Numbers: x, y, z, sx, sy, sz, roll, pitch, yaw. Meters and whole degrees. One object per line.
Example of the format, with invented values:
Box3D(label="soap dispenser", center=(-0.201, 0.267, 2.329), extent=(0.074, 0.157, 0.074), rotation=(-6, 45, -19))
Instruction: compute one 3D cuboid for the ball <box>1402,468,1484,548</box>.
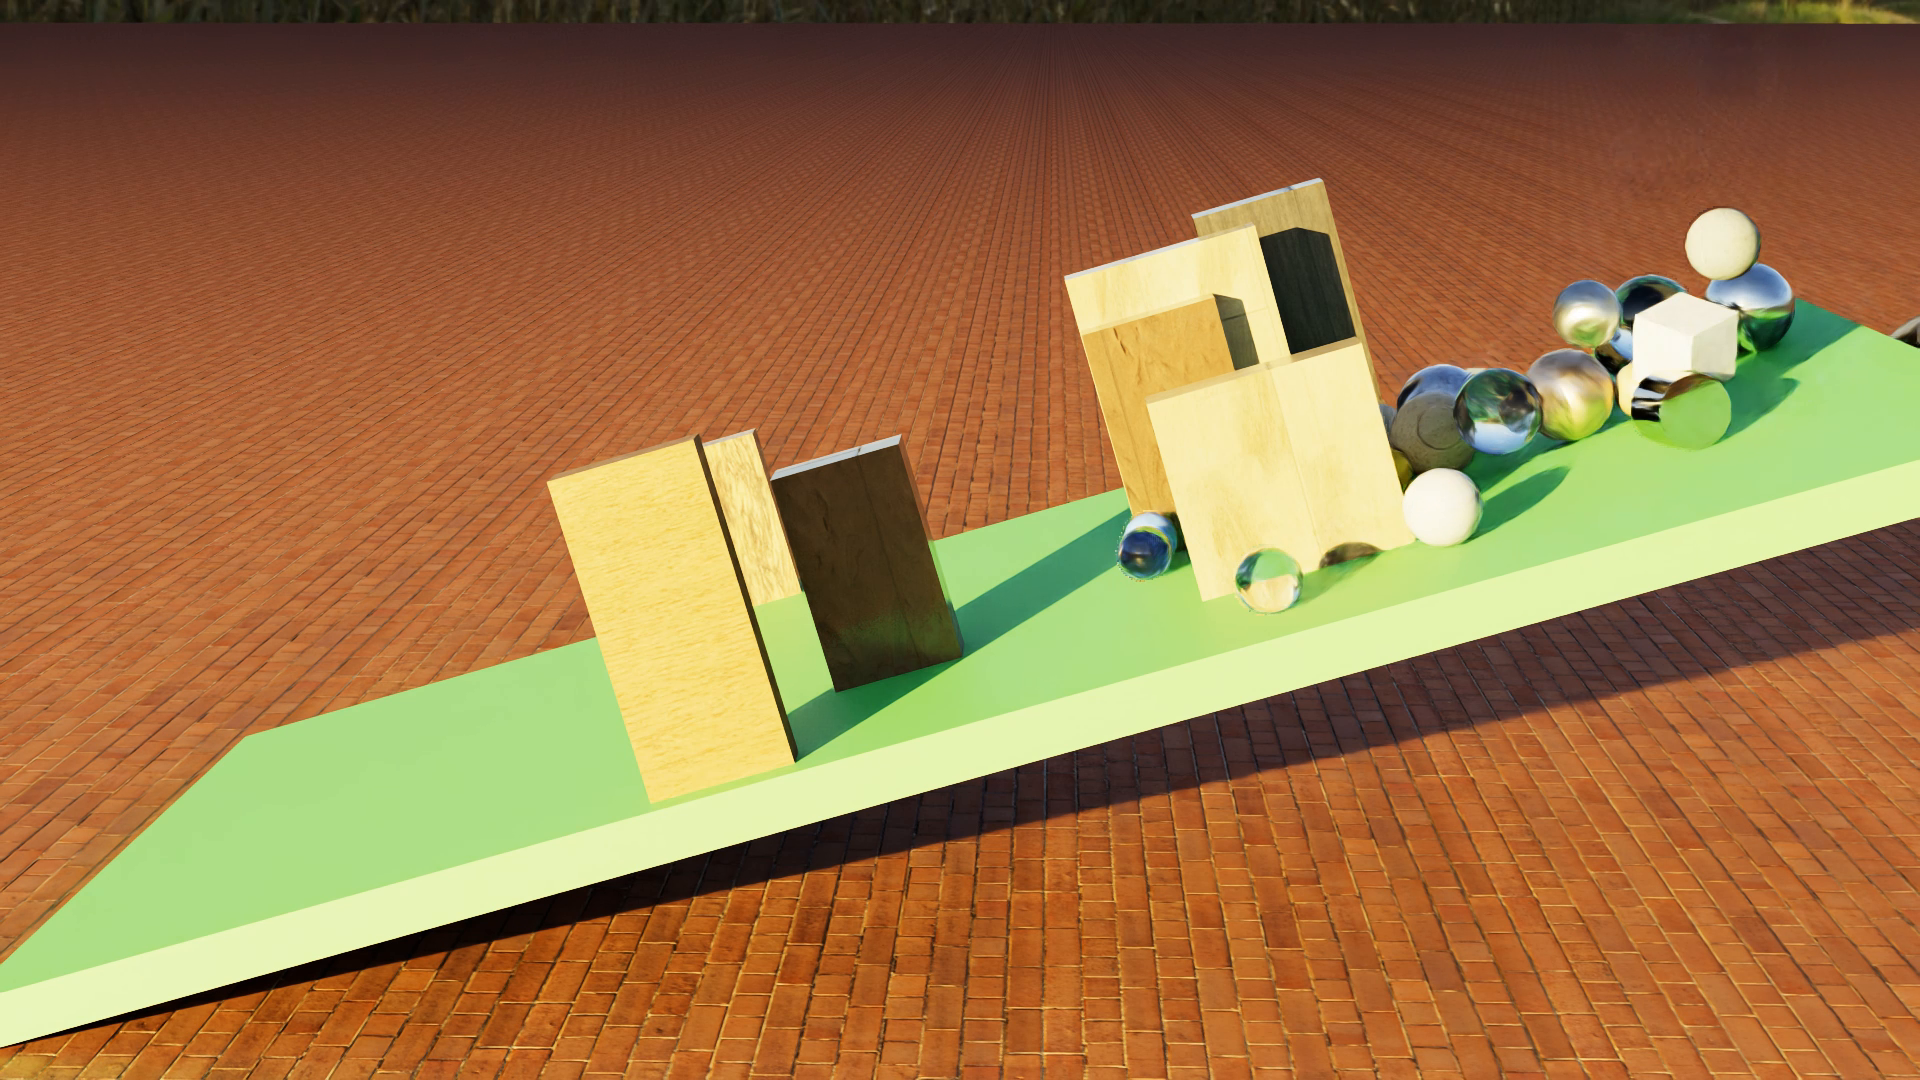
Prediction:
Box3D(label="ball", center=(0.917, -0.062, 5.587), extent=(0.152, 0.152, 0.152), rotation=(0, 11, 0))

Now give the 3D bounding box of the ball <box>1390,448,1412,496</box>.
Box3D(label="ball", center=(0.888, -0.136, 6.152), extent=(0.117, 0.117, 0.117), rotation=(0, 11, 0))

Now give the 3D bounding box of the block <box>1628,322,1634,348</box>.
Box3D(label="block", center=(1.624, -0.462, 6.770), extent=(0.107, 0.107, 0.107), rotation=(-21, 11, -24))

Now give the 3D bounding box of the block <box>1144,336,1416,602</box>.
Box3D(label="block", center=(0.625, -0.139, 5.760), extent=(0.429, 0.404, 0.114), rotation=(-16, 10, 5))

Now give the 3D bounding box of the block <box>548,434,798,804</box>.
Box3D(label="block", center=(-0.527, 0.146, 5.427), extent=(0.280, 0.629, 0.084), rotation=(-16, 10, 5))

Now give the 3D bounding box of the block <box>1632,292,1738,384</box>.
Box3D(label="block", center=(1.487, -0.397, 6.032), extent=(0.147, 0.147, 0.147), rotation=(-26, 36, -31))

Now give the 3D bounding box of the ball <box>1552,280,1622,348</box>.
Box3D(label="ball", center=(1.288, -0.464, 6.045), extent=(0.140, 0.140, 0.140), rotation=(0, 11, 0))

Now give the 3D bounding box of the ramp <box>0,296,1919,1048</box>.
Box3D(label="ramp", center=(0.090, 0.187, 6.320), extent=(4.000, 0.100, 2.000), rotation=(-16, 10, 5))

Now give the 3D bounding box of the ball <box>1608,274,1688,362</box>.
Box3D(label="ball", center=(1.482, -0.472, 6.321), extent=(0.195, 0.195, 0.195), rotation=(0, 11, 0))

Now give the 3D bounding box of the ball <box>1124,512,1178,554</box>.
Box3D(label="ball", center=(0.403, -0.001, 6.214), extent=(0.115, 0.115, 0.115), rotation=(0, 11, 0))

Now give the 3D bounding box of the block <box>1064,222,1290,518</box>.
Box3D(label="block", center=(0.514, -0.329, 6.375), extent=(0.420, 0.617, 0.101), rotation=(-16, 10, 5))

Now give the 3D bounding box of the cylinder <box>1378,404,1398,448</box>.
Box3D(label="cylinder", center=(0.851, -0.210, 6.307), extent=(0.175, 0.175, 0.175), rotation=(8, 4, 37))

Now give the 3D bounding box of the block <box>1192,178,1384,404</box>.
Box3D(label="block", center=(0.752, -0.457, 6.611), extent=(0.297, 0.645, 0.115), rotation=(-16, 10, 5))

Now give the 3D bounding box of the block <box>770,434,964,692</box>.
Box3D(label="block", center=(-0.184, 0.047, 5.935), extent=(0.266, 0.451, 0.129), rotation=(-16, 10, 5))

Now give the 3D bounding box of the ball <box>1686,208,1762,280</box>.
Box3D(label="ball", center=(1.563, -0.605, 6.022), extent=(0.150, 0.150, 0.150), rotation=(0, 11, 0))

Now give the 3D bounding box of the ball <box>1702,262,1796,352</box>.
Box3D(label="ball", center=(1.766, -0.522, 6.589), extent=(0.202, 0.202, 0.202), rotation=(0, 11, 0))

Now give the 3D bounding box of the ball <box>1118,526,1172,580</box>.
Box3D(label="ball", center=(0.384, 0.027, 6.095), extent=(0.113, 0.113, 0.113), rotation=(0, 11, 0))

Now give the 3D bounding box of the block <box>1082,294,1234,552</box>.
Box3D(label="block", center=(0.469, -0.242, 6.294), extent=(0.290, 0.505, 0.092), rotation=(-16, 10, 5))

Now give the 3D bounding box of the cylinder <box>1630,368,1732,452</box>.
Box3D(label="cylinder", center=(1.431, -0.260, 5.840), extent=(0.149, 0.149, 0.149), rotation=(-2, 10, -10))

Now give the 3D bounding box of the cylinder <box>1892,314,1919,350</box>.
Box3D(label="cylinder", center=(2.098, -0.419, 6.325), extent=(0.150, 0.150, 0.150), rotation=(-1, -10, -5))

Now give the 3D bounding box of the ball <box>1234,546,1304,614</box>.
Box3D(label="ball", center=(0.574, 0.075, 5.467), extent=(0.127, 0.127, 0.127), rotation=(0, 11, 0))

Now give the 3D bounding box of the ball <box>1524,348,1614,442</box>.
Box3D(label="ball", center=(1.282, -0.306, 6.212), extent=(0.195, 0.195, 0.195), rotation=(0, 11, 0))

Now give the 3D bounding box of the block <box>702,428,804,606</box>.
Box3D(label="block", center=(-0.618, -0.022, 7.165), extent=(0.371, 0.408, 0.085), rotation=(-16, 10, 5))

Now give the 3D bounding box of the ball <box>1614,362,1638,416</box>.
Box3D(label="ball", center=(1.442, -0.318, 6.213), extent=(0.124, 0.124, 0.124), rotation=(0, 11, 0))

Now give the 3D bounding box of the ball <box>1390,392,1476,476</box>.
Box3D(label="ball", center=(1.001, -0.220, 6.208), extent=(0.185, 0.185, 0.185), rotation=(0, 11, 0))

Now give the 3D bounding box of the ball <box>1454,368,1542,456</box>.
Box3D(label="ball", center=(1.107, -0.264, 6.052), extent=(0.181, 0.181, 0.181), rotation=(0, 11, 0))

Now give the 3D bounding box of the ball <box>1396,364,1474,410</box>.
Box3D(label="ball", center=(1.056, -0.282, 6.431), extent=(0.204, 0.204, 0.204), rotation=(0, 11, 0))

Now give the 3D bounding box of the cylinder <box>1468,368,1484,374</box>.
Box3D(label="cylinder", center=(1.129, -0.300, 6.605), extent=(0.138, 0.138, 0.138), rotation=(-16, 10, 3))

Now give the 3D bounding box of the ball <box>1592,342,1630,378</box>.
Box3D(label="ball", center=(1.524, -0.453, 6.623), extent=(0.198, 0.198, 0.198), rotation=(0, 11, 0))
